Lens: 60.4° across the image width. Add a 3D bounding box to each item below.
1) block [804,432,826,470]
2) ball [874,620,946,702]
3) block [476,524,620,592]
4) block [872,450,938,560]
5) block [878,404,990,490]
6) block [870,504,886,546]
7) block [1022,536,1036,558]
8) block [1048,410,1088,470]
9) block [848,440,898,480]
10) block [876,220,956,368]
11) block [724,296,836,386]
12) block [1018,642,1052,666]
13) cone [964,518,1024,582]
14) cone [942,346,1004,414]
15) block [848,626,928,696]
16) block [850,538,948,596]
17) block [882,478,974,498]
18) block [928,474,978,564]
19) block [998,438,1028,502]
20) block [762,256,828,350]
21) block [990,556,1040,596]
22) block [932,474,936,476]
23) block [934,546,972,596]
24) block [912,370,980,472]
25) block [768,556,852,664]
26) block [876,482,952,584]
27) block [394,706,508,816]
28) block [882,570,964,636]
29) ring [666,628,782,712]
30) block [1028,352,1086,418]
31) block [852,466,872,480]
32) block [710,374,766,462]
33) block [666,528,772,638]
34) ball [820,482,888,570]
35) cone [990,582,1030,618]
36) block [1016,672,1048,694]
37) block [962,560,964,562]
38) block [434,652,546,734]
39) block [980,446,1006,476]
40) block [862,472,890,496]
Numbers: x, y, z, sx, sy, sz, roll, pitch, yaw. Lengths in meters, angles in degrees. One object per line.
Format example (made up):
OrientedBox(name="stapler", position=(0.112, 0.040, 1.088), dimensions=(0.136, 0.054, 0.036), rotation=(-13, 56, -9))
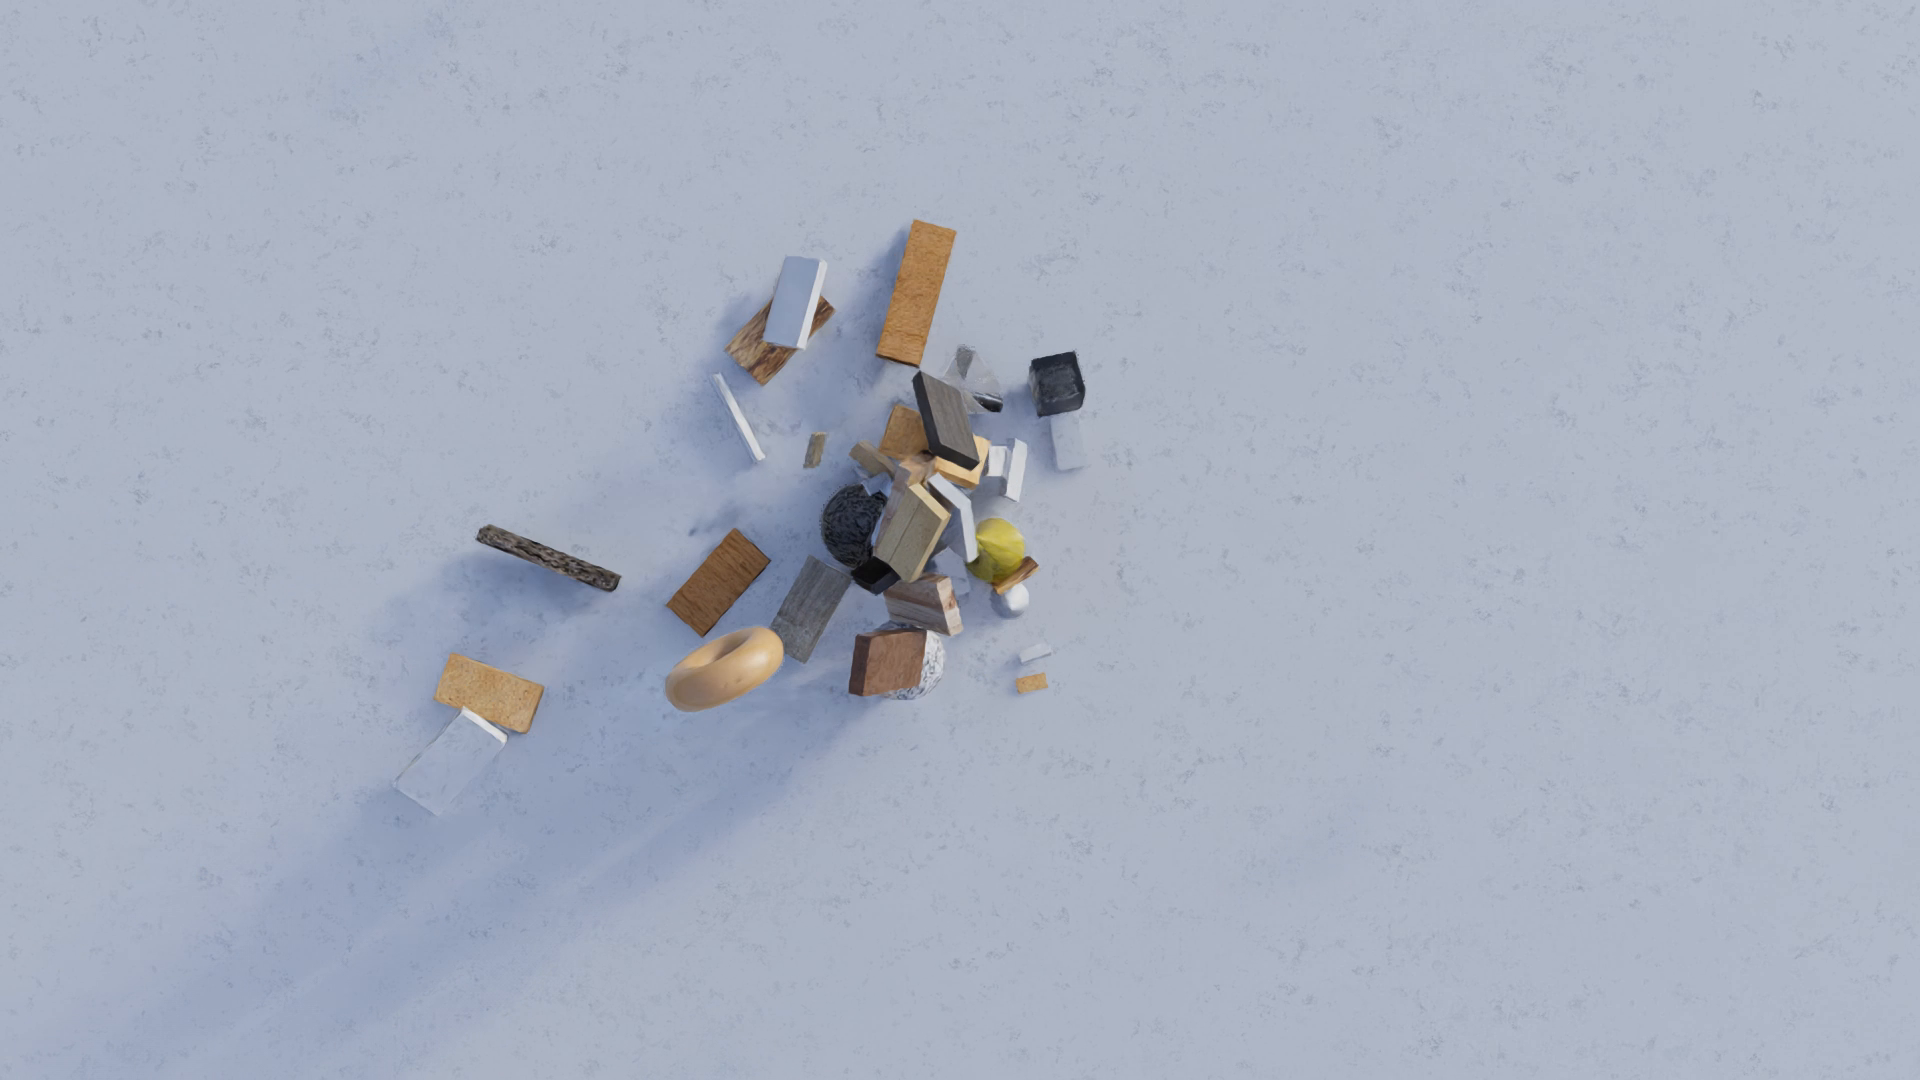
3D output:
OrientedBox(name="block", position=(-0.473, -0.293, 5.380), dimensions=(0.017, 0.060, 0.120), rotation=(29, 116, 28))
OrientedBox(name="ball", position=(-0.182, 0.388, 5.344), dimensions=(0.269, 0.269, 0.269), rotation=(0, 90, 0))
OrientedBox(name="block", position=(-1.344, 0.060, 5.401), dimensions=(0.460, 0.146, 0.041), rotation=(22, 94, -6))
OrientedBox(name="block", position=(-0.170, -0.106, 5.072), dimensions=(0.046, 0.163, 0.327), rotation=(28, 121, 17))
OrientedBox(name="block", position=(-0.079, -0.296, 5.233), dimensions=(0.327, 0.046, 0.163), rotation=(21, 64, -9))
OrientedBox(name="block", position=(-0.249, -0.044, 5.128), dimensions=(0.017, 0.060, 0.120), rotation=(19, 63, 4))
OrientedBox(name="block", position=(0.163, 0.061, 5.474), dimensions=(0.174, 0.025, 0.087), rotation=(-45, 110, 0))
OrientedBox(name="block", position=(0.360, -0.334, 5.483), dimensions=(0.097, 0.027, 0.194), rotation=(-11, 90, 4))
OrientedBox(name="block", position=(-0.204, -0.193, 5.410), dimensions=(0.350, 0.175, 0.050), rotation=(40, 99, 0))
OrientedBox(name="block", position=(-0.144, -0.813, 5.438), dimensions=(0.148, 0.042, 0.474), rotation=(15, 81, -3))
OrientedBox(name="block", position=(-0.597, -0.698, 5.472), dimensions=(0.175, 0.050, 0.350), rotation=(44, 90, 2))
OrientedBox(name="block", position=(0.249, 0.376, 5.477), dimensions=(0.101, 0.014, 0.050), rotation=(-19, 46, 0))
OrientedBox(name="cone", position=(0.079, 0.011, 5.351), dimensions=(0.213, 0.213, 0.213), rotation=(-4, 78, 16))
OrientedBox(name="cone", position=(-0.031, -0.470, 5.444), dimensions=(0.248, 0.248, 0.248), rotation=(-30, 90, 27))
OrientedBox(name="block", position=(-0.216, 0.367, 5.026), dimensions=(0.050, 0.356, 0.178), rotation=(11, 96, 26))
OrientedBox(name="block", position=(-0.188, 0.058, 5.203), dimensions=(0.295, 0.148, 0.042), rotation=(-35, 120, -17))
OrientedBox(name="block", position=(-0.101, -0.159, 5.325), dimensions=(0.175, 0.350, 0.050), rotation=(43, 118, 7))
OrientedBox(name="block", position=(-0.020, -0.063, 4.971), dimensions=(0.041, 0.292, 0.146), rotation=(-38, 60, -18))
OrientedBox(name="block", position=(0.177, -0.230, 5.439), dimensions=(0.027, 0.097, 0.194), rotation=(6, 82, 29))
OrientedBox(name="block", position=(-0.540, -0.777, 5.390), dimensions=(0.148, 0.042, 0.295), rotation=(12, 85, 31))
OrientedBox(name="block", position=(0.179, 0.116, 5.435), dimensions=(0.160, 0.080, 0.023), rotation=(-32, 118, -5))
OrientedBox(name="block", position=(-0.115, -0.220, 5.272), dimensions=(0.060, 0.120, 0.017), rotation=(47, 113, 24))
OrientedBox(name="block", position=(-0.027, 0.100, 5.460), dimensions=(0.087, 0.025, 0.174), rotation=(-16, 109, 1))
OrientedBox(name="block", position=(-0.045, -0.369, 5.094), dimensions=(0.163, 0.327, 0.046), rotation=(23, 127, -36))
OrientedBox(name="block", position=(-0.506, 0.230, 5.477), dimensions=(0.162, 0.046, 0.324), rotation=(29, 90, 0))
OrientedBox(name="block", position=(-0.140, -0.018, 4.925), dimensions=(0.146, 0.041, 0.292), rotation=(45, 134, 17))
OrientedBox(name="block", position=(-1.670, 0.726, 5.409), dimensions=(0.178, 0.050, 0.356), rotation=(40, 103, -20))
OrientedBox(name="block", position=(-0.130, 0.184, 5.184), dimensions=(0.050, 0.356, 0.178), rotation=(-25, 110, -29))
OrientedBox(name="ring", position=(-0.558, 0.305, 3.907), dimensions=(0.301, 0.301, 0.100), rotation=(-25, 103, 0))
OrientedBox(name="block", position=(0.316, -0.509, 5.401), dimensions=(0.146, 0.146, 0.146), rotation=(-12, 72, -6))
OrientedBox(name="block", position=(-0.303, -0.209, 5.337), dimensions=(0.050, 0.101, 0.014), rotation=(14, 110, -35))
OrientedBox(name="block", position=(-0.737, -0.406, 5.465), dimensions=(0.014, 0.050, 0.318), rotation=(-26, 94, 27))
OrientedBox(name="block", position=(-0.801, 0.142, 5.477), dimensions=(0.162, 0.046, 0.339), rotation=(42, 90, 0))
OrientedBox(name="ball", position=(-0.308, -0.044, 5.357), dimensions=(0.287, 0.287, 0.287), rotation=(0, 90, 0))
OrientedBox(name="cone", position=(0.166, 0.213, 5.421), dimensions=(0.132, 0.132, 0.132), rotation=(0, 103, 0))
OrientedBox(name="block", position=(0.239, 0.477, 5.493), dimensions=(0.101, 0.014, 0.050), rotation=(-12, 90, 0))
OrientedBox(name="block", position=(0.089, 0.035, 5.489), dimensions=(0.080, 0.023, 0.160), rotation=(41, 90, 0))
OrientedBox(name="block", position=(-1.563, 0.508, 5.477), dimensions=(0.324, 0.046, 0.162), rotation=(21, 90, 0))
OrientedBox(name="block", position=(0.129, -0.260, 5.406), dimensions=(0.027, 0.194, 0.097), rotation=(6, 95, 29))
OrientedBox(name="block", position=(-0.263, -0.180, 5.278), dimensions=(0.101, 0.014, 0.050), rotation=(-27, 85, -42))
